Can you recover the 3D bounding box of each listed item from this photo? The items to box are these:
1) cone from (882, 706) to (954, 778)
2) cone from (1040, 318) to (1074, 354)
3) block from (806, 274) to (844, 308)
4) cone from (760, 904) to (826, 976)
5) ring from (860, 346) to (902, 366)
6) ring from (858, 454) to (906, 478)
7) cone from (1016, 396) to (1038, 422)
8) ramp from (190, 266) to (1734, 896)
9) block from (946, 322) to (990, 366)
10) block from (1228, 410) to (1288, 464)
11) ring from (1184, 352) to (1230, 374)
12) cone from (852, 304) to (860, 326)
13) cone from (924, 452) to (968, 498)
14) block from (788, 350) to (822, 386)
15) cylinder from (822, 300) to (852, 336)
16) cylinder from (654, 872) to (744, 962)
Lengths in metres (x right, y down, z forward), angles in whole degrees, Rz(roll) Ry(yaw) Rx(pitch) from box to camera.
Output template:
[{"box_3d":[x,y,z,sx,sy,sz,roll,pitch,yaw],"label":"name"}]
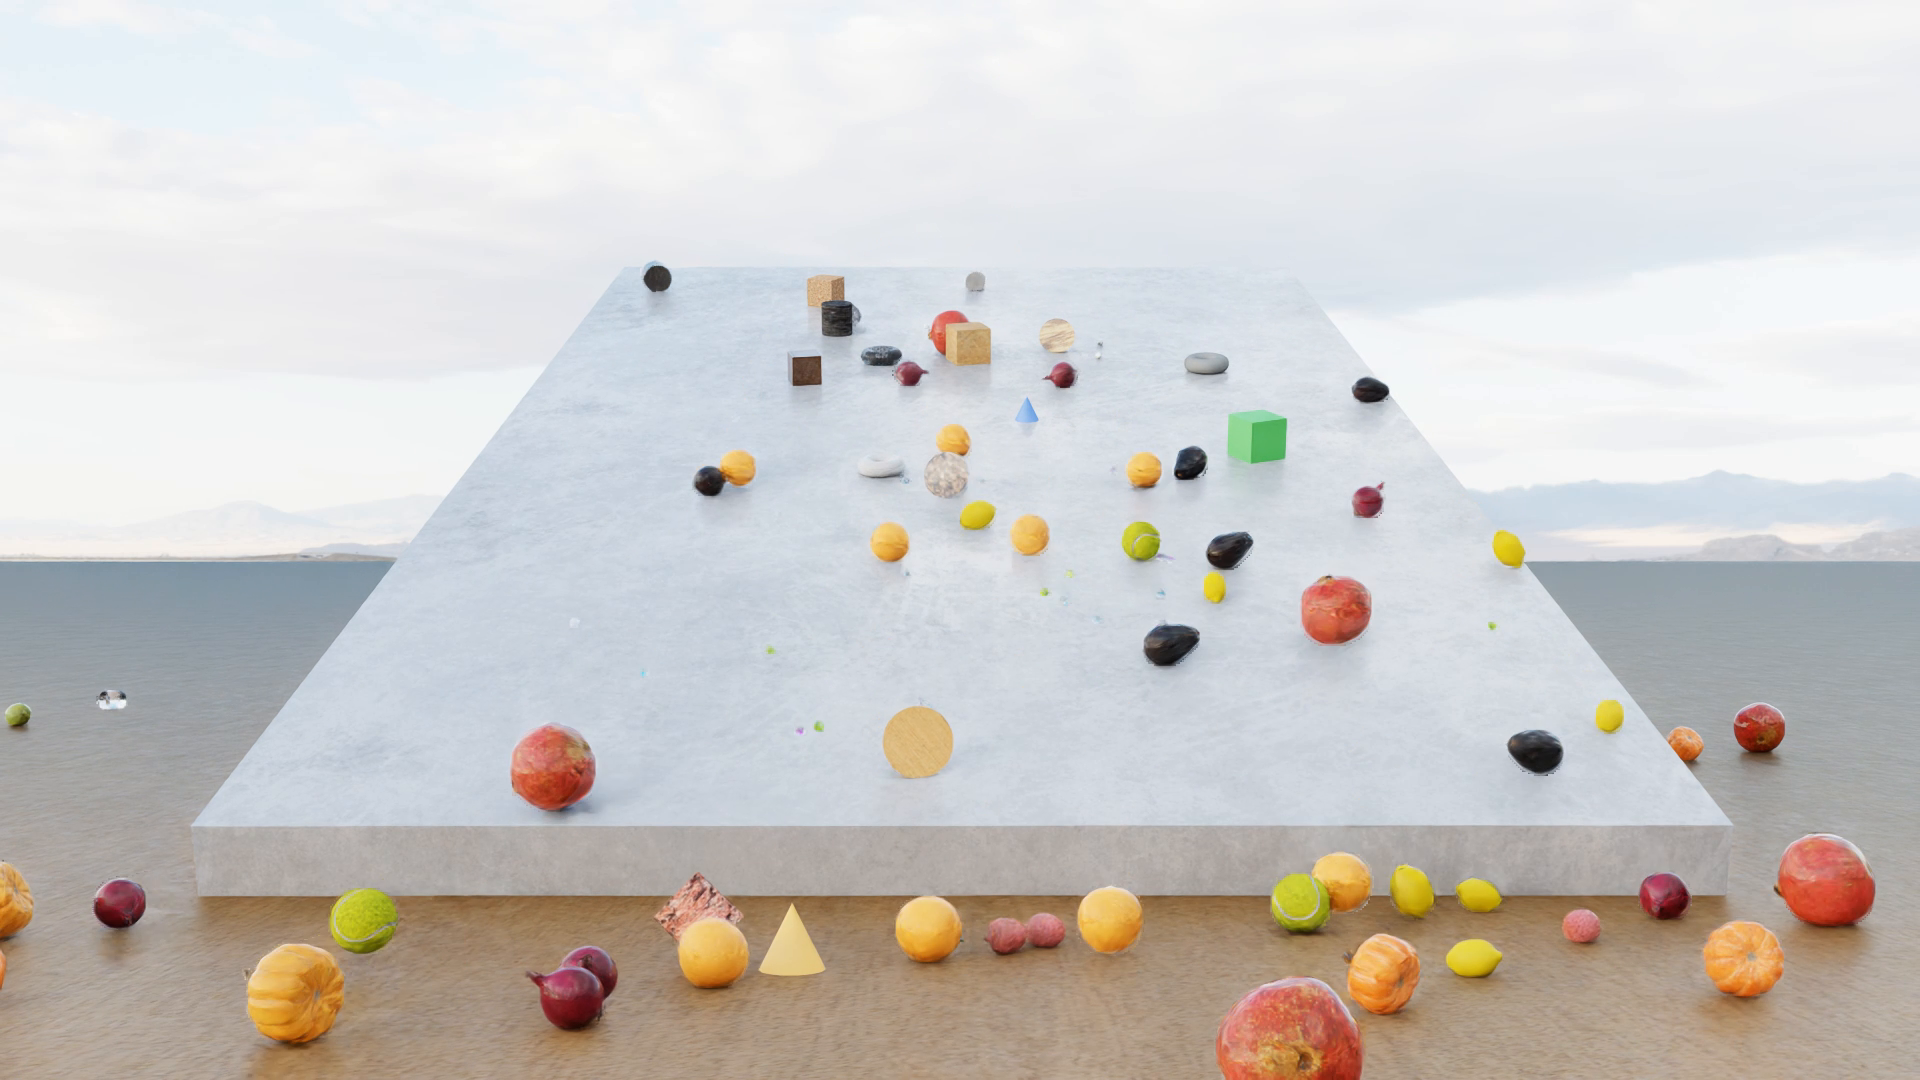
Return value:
[{"box_3d":[-0.065,0.284,3.089,0.098,0.098,0.098,0,-10,-9],"label":"cone"},{"box_3d":[0.246,-0.504,5.620,0.090,0.090,0.090,0,-9,4],"label":"cone"},{"box_3d":[-0.370,-0.686,6.139,0.076,0.076,0.076,8,19,24],"label":"block"},{"box_3d":[-0.181,0.427,2.400,0.072,0.072,0.072,0,0,0],"label":"cone"},{"box_3d":[-0.193,-0.453,5.464,0.102,0.034,0.102,-1,18,0],"label":"ring"},{"box_3d":[-0.159,-0.151,4.501,0.098,0.033,0.098,-1,18,0],"label":"ring"},{"box_3d":[0.148,-0.292,4.916,0.054,0.054,0.054,0,17,0],"label":"cone"},{"box_3d":[-0.003,-0.178,4.811,2.000,0.100,4.000,0,17,0],"label":"ramp"},{"box_3d":[0.020,-0.482,5.470,0.087,0.087,0.087,-6,18,-18],"label":"block"},{"box_3d":[0.616,-0.215,4.618,0.087,0.087,0.087,-9,19,-26],"label":"block"},{"box_3d":[0.596,-0.427,5.383,0.109,0.036,0.109,-1,18,0],"label":"ring"},{"box_3d":[-0.297,-0.588,5.907,0.061,0.061,0.061,0,-10,-9],"label":"cone"},{"box_3d":[-0.013,-0.119,4.385,0.092,0.092,0.092,0,-10,17],"label":"cone"},{"box_3d":[-0.367,-0.407,5.257,0.069,0.069,0.069,-4,18,-13],"label":"block"},{"box_3d":[-0.319,-0.574,5.776,0.080,0.080,0.080,0,17,0],"label":"cylinder"},{"box_3d":[-0.286,0.413,2.442,0.070,0.070,0.070,44,1,1],"label":"cylinder"}]
